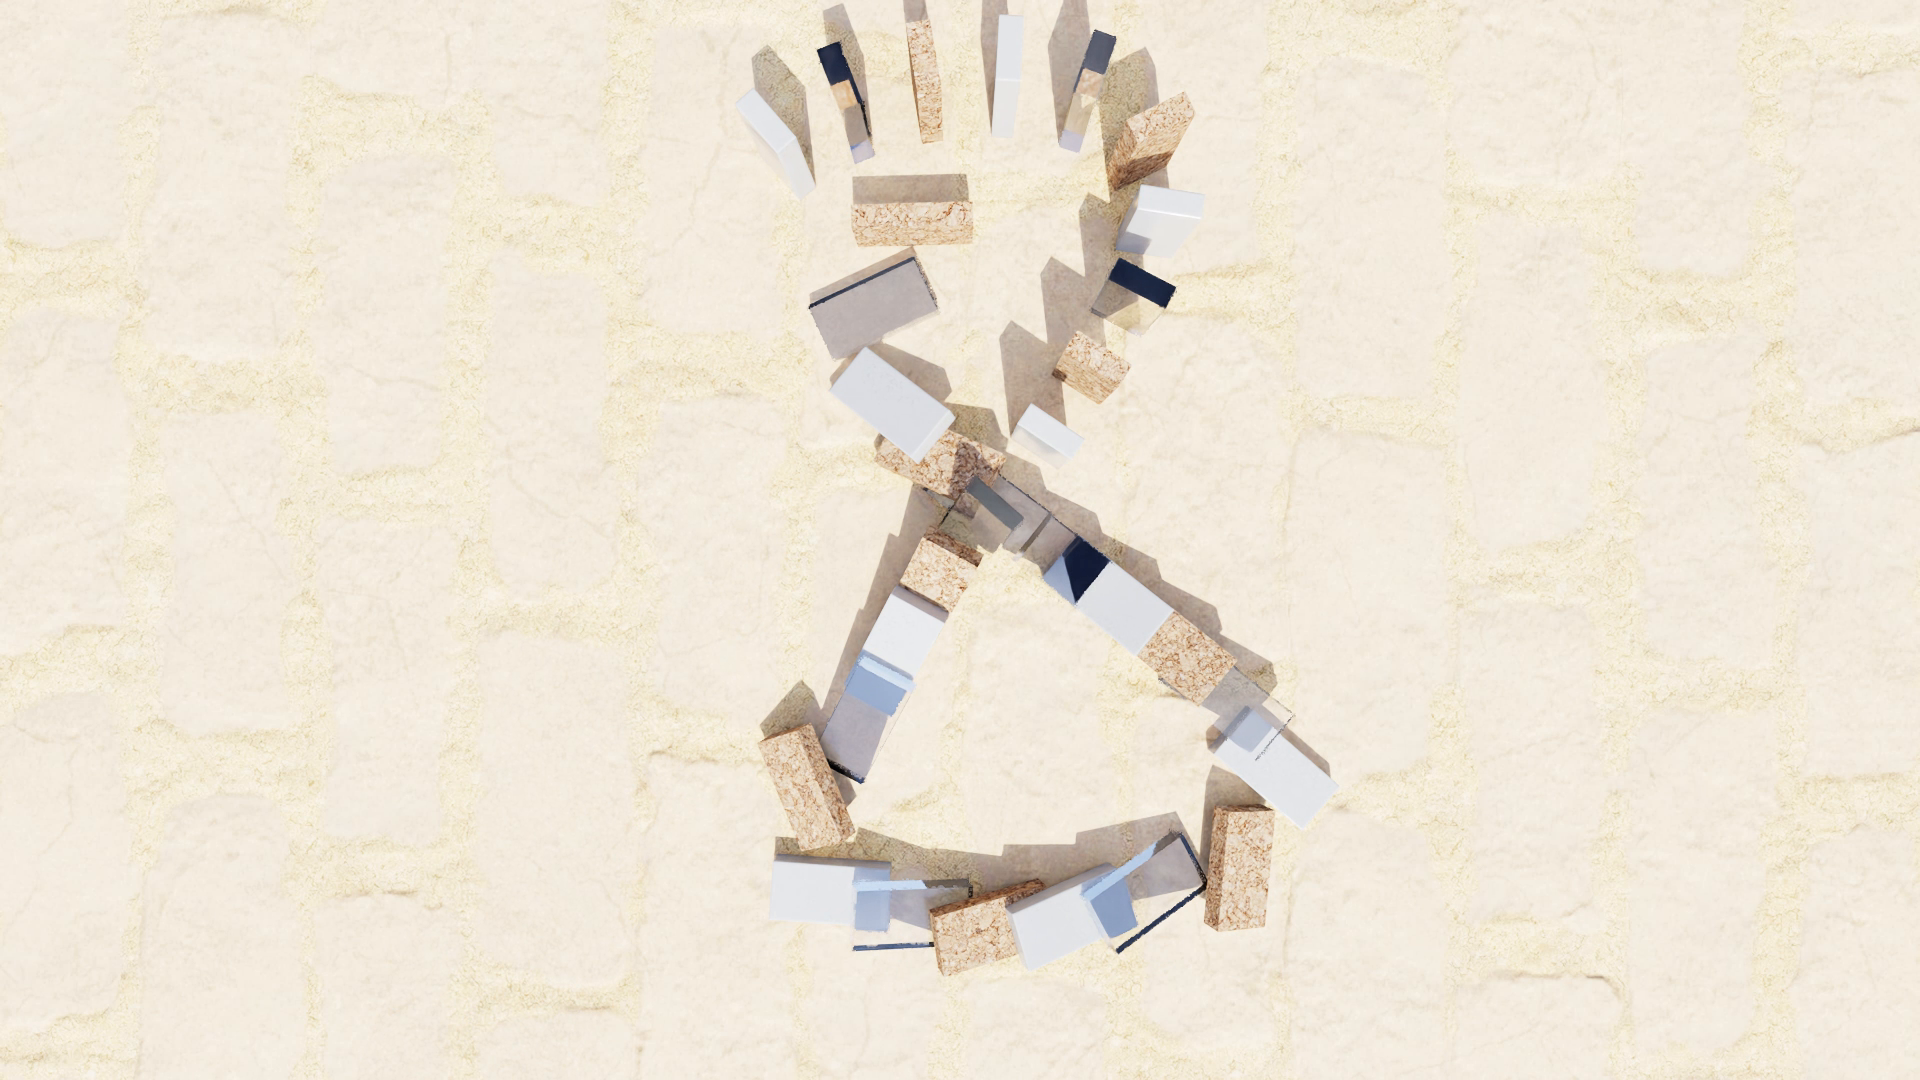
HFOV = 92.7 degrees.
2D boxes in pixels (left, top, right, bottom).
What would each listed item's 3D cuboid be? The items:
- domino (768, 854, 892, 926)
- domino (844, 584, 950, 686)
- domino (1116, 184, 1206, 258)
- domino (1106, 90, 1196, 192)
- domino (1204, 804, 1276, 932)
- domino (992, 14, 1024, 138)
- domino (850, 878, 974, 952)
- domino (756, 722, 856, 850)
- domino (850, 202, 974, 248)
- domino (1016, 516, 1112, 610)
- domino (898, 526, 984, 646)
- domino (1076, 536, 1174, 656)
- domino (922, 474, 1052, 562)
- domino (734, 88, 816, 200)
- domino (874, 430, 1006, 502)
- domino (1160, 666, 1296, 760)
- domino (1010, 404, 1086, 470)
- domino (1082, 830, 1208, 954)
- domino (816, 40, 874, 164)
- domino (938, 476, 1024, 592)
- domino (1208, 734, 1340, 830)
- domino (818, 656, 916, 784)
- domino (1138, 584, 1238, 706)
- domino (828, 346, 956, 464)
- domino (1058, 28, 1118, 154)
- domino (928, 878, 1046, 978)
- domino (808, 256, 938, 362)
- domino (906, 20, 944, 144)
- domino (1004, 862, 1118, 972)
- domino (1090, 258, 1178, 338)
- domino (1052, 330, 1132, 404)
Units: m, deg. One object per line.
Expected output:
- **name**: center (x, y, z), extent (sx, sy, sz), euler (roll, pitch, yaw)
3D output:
- **domino**: center (-0.056, 0.151, 0.395), extent (0.050, 0.009, 0.025), euler (4, 90, 0)
- **domino**: center (-0.027, 0.046, 0.385), extent (0.025, 0.009, 0.050), euler (29, 114, 0)
- **domino**: center (0.081, -0.129, 0.375), extent (0.025, 0.050, 0.010), euler (9, 90, 0)
- **domino**: center (0.077, -0.162, 0.375), extent (0.025, 0.050, 0.010), euler (-26, 90, 0)
- **domino**: center (0.119, 0.139, 0.391), extent (0.025, 0.009, 0.050), euler (5, 90, -23)
- **domino**: center (0.019, -0.188, 0.375), extent (0.009, 0.050, 0.025), euler (3, 90, 0)
- **domino**: center (-0.021, 0.159, 0.389), extent (0.050, 0.010, 0.025), euler (4, 90, -16)
- **domino**: center (-0.065, 0.105, 0.389), extent (0.025, 0.010, 0.050), euler (-22, 90, 33)
- **domino**: center (-0.020, -0.133, 0.388), extent (0.050, 0.025, 0.009), euler (-1, 90, 0)
- **domino**: center (0.037, 0.004, 0.388), extent (0.050, 0.009, 0.025), euler (39, 90, 17)
- **domino**: center (-0.012, 0.020, 0.381), extent (0.025, 0.009, 0.050), euler (29, 126, 0)
- **domino**: center (0.063, 0.024, 0.388), extent (0.050, 0.010, 0.025), euler (40, 90, 17)
- **domino**: center (0.012, -0.016, 0.388), extent (0.050, 0.010, 0.025), euler (38, 90, 17)
- **domino**: center (-0.074, -0.160, 0.375), extent (0.009, 0.050, 0.025), euler (-41, 90, 0)
- **domino**: center (-0.009, -0.034, 0.387), extent (0.050, 0.010, 0.025), euler (26, 86, 19)
- **domino**: center (0.113, 0.067, 0.389), extent (0.050, 0.010, 0.025), euler (40, 90, 15)
- **domino**: center (0.035, -0.042, 0.375), extent (0.025, 0.050, 0.010), euler (34, 90, 0)
- **domino**: center (0.079, 0.149, 0.388), extent (0.050, 0.010, 0.025), euler (-28, 90, -17)
- **domino**: center (-0.046, -0.177, 0.375), extent (0.010, 0.050, 0.025), euler (-21, 90, 0)
- **domino**: center (0.004, -0.001, 0.377), extent (0.025, 0.050, 0.009), euler (42, 50, 5)
- **domino**: center (0.135, 0.098, 0.395), extent (0.050, 0.009, 0.025), euler (41, 90, 0)
- **domino**: center (-0.041, 0.076, 0.387), extent (0.025, 0.009, 0.050), euler (28, 109, 0)
- **domino**: center (0.089, 0.044, 0.388), extent (0.050, 0.010, 0.025), euler (40, 90, 17)
- **domino**: center (-0.029, -0.057, 0.387), extent (0.050, 0.010, 0.025), euler (39, 90, 19)
- **domino**: center (0.052, -0.182, 0.375), extent (0.009, 0.050, 0.025), euler (19, 90, 0)
- **domino**: center (0.014, 0.164, 0.388), extent (0.050, 0.009, 0.025), euler (-9, 90, -18)
- **domino**: center (-0.037, -0.099, 0.395), extent (0.050, 0.010, 0.025), euler (-25, 90, 0)
- **domino**: center (-0.014, -0.186, 0.375), extent (0.009, 0.050, 0.025), euler (-10, 90, 0)
- **domino**: center (0.046, 0.159, 0.388), extent (0.050, 0.009, 0.025), euler (-17, 90, -17)
- **domino**: center (0.070, -0.098, 0.375), extent (0.025, 0.050, 0.009), euler (27, 90, 0)
- **domino**: center (0.053, -0.069, 0.375), extent (0.025, 0.050, 0.009), euler (32, 90, 0)
